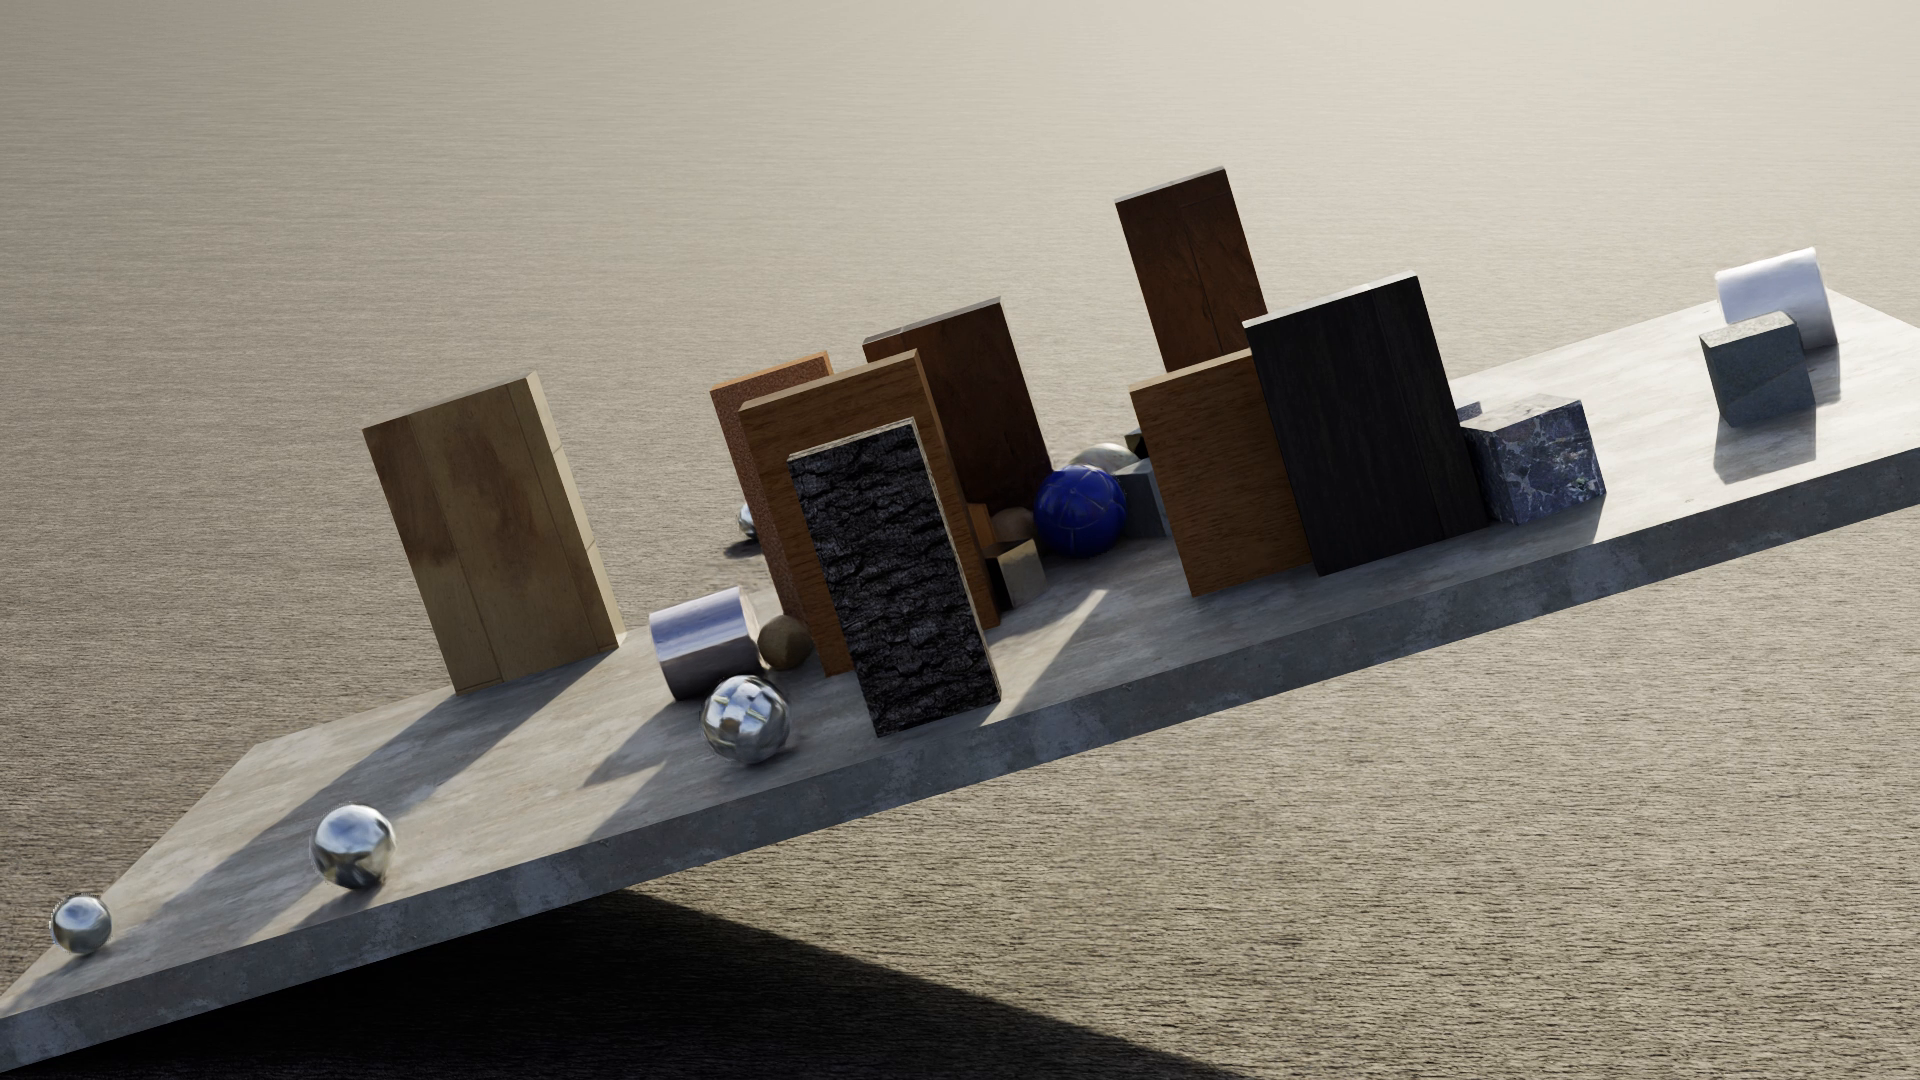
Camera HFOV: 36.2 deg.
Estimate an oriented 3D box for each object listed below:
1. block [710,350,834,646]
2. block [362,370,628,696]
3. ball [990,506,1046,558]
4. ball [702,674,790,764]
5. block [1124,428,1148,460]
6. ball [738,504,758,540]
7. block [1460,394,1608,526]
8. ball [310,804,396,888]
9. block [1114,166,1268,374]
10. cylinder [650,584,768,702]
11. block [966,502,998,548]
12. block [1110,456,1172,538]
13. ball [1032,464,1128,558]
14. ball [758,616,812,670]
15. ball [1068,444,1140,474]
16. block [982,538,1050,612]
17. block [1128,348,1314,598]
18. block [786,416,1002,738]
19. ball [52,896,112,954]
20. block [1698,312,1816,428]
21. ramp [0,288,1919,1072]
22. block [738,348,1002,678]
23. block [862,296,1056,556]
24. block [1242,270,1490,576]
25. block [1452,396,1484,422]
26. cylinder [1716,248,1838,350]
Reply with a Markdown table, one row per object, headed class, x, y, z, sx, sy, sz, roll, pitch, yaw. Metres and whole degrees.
| class | x | y | z | sx | sy | sz | roll | pitch | yaw |
| --- | --- | --- | --- | --- | --- | --- | --- | --- | --- |
| block | -0.327 | -0.086 | 6.470 | 0.260 | 0.606 | 0.095 | -17 | 10 | 5 |
| block | -1.138 | -0.016 | 7.219 | 0.424 | 0.697 | 0.136 | -17 | 10 | 5 |
| ball | 0.124 | -0.003 | 6.568 | 0.143 | 0.143 | 0.143 | 0 | 11 | 0 |
| ball | -0.406 | 0.341 | 5.583 | 0.169 | 0.169 | 0.169 | 0 | 11 | 0 |
| block | 0.532 | -0.190 | 6.724 | 0.191 | 0.191 | 0.191 | -8 | 14 | 44 |
| ball | -0.722 | -0.073 | 10.531 | 0.146 | 0.146 | 0.146 | 0 | 11 | 0 |
| block | 1.086 | -0.155 | 5.614 | 0.188 | 0.188 | 0.188 | -20 | 10 | -11 |
| ball | -1.154 | 0.583 | 5.600 | 0.161 | 0.161 | 0.161 | 0 | 11 | 0 |
| block | 0.587 | -0.501 | 6.865 | 0.264 | 0.690 | 0.114 | -17 | 10 | 5 |
| cylinder | -0.541 | 0.222 | 6.346 | 0.202 | 0.202 | 0.202 | -17 | 11 | 3 |
| block | -0.034 | 0.035 | 6.528 | 0.182 | 0.182 | 0.182 | -23 | 11 | -25 |
| block | 0.447 | -0.101 | 6.518 | 0.149 | 0.149 | 0.149 | -24 | 12 | -31 |
| ball | 0.263 | -0.063 | 6.468 | 0.208 | 0.208 | 0.208 | 0 | 11 | 0 |
| ball | -0.375 | 0.220 | 6.313 | 0.118 | 0.118 | 0.118 | 0 | 11 | 0 |
| ball | 0.331 | -0.118 | 6.661 | 0.201 | 0.201 | 0.201 | 0 | 11 | 0 |
| block | 0.093 | 0.077 | 6.266 | 0.119 | 0.119 | 0.119 | -7 | 15 | 46 |
| block | 0.589 | -0.155 | 5.778 | 0.408 | 0.428 | 0.095 | -17 | 10 | 5 |
| block | -0.120 | 0.070 | 5.463 | 0.241 | 0.547 | 0.084 | -17 | 10 | 5 |
| ball | -1.726 | 0.757 | 5.787 | 0.115 | 0.115 | 0.115 | 0 | 11 | 0 |
| block | 1.573 | -0.338 | 5.807 | 0.166 | 0.166 | 0.166 | -16 | 10 | 10 |
| ramp | 0.099 | 0.184 | 6.312 | 4.000 | 0.100 | 2.000 | -17 | 10 | 5 |
| block | -0.184 | -0.056 | 6.120 | 0.379 | 0.587 | 0.134 | -17 | 10 | 5 |
| block | 0.024 | -0.223 | 6.667 | 0.324 | 0.580 | 0.123 | -17 | 10 | 5 |
| block | 0.773 | -0.221 | 5.609 | 0.336 | 0.502 | 0.092 | -17 | 10 | 5 |
| block | 0.921 | -0.151 | 5.815 | 0.207 | 0.207 | 0.207 | -20 | 10 | -10 |
| cylinder | 1.733 | -0.494 | 6.242 | 0.207 | 0.207 | 0.207 | -14 | 7 | 18 |
